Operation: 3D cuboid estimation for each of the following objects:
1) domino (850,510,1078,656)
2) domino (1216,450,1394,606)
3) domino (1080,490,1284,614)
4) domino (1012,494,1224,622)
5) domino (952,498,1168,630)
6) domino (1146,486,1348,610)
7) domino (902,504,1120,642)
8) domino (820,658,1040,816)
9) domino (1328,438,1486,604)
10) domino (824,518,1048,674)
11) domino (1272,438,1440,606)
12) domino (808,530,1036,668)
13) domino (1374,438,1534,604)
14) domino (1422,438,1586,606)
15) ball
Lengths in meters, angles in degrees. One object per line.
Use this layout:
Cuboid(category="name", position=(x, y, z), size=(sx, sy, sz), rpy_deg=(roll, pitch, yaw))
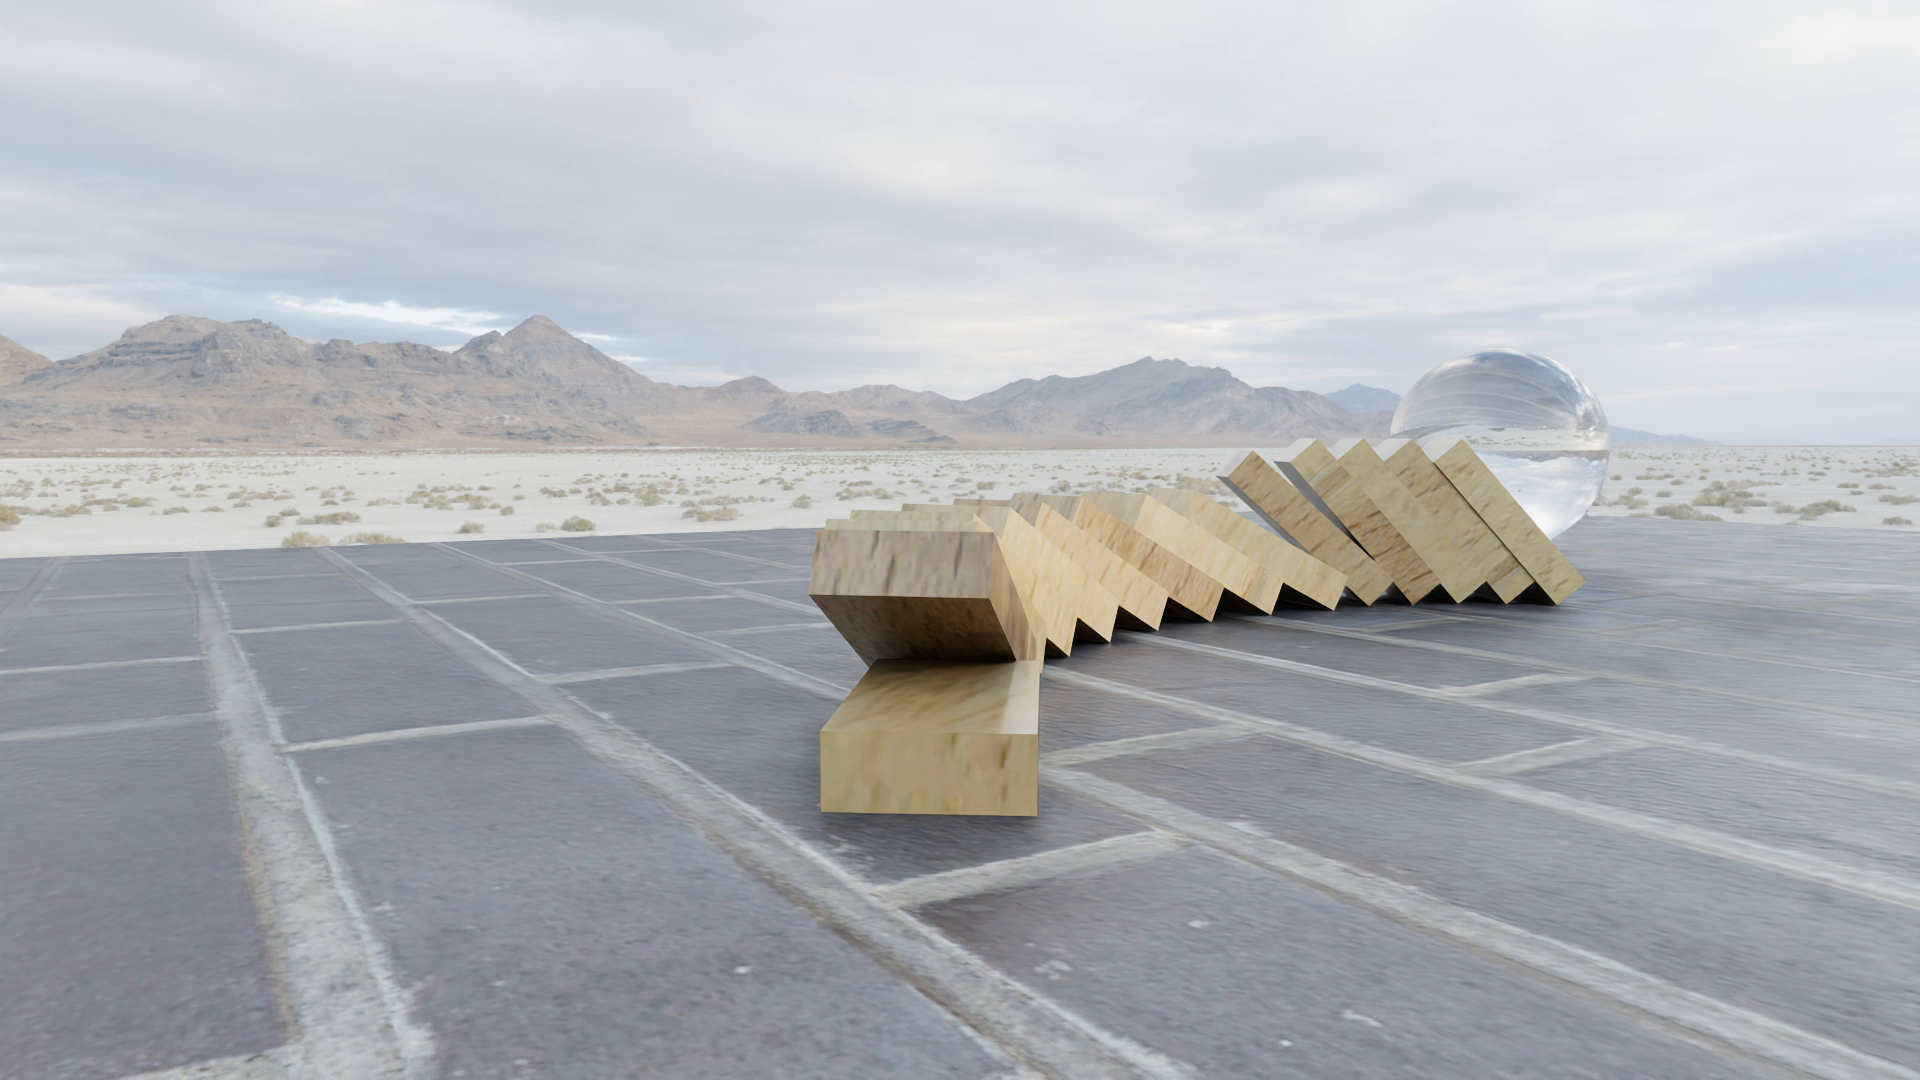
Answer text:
Cuboid(category="domino", position=(0.001, 0.009, 0.244), size=(0.025, 0.010, 0.050), rpy_deg=(2, -21, 29))
Cuboid(category="domino", position=(0.092, -0.004, 0.347), size=(0.050, 0.010, 0.025), rpy_deg=(42, 5, 0))
Cuboid(category="domino", position=(0.054, 0.003, 0.318), size=(0.050, 0.010, 0.025), rpy_deg=(29, -11, -31))
Cuboid(category="domino", position=(0.036, 0.004, 0.304), size=(0.050, 0.010, 0.025), rpy_deg=(29, -13, -33))
Cuboid(category="domino", position=(0.022, 0.006, 0.285), size=(0.025, 0.009, 0.050), rpy_deg=(4, -20, 44))
Cuboid(category="domino", position=(0.073, 0.002, 0.332), size=(0.050, 0.009, 0.025), rpy_deg=(27, -5, -18))
Cuboid(category="domino", position=(0.010, 0.007, 0.265), size=(0.025, 0.010, 0.050), rpy_deg=(3, -21, 34))
Cuboid(category="domino", position=(-0.002, 0.025, 0.172), size=(0.025, 0.009, 0.050), rpy_deg=(0, 4, 4))
Cuboid(category="domino", position=(0.120, -0.006, 0.353), size=(0.009, 0.050, 0.025), rpy_deg=(-41, 1, 5))
Cuboid(category="domino", position=(-0.003, 0.011, 0.220), size=(0.025, 0.009, 0.050), rpy_deg=(1, -22, 18))
Cuboid(category="domino", position=(0.108, -0.006, 0.350), size=(0.009, 0.050, 0.025), rpy_deg=(-41, 1, 5))
Cuboid(category="domino", position=(-0.004, 0.013, 0.197), size=(0.025, 0.009, 0.050), rpy_deg=(1, -22, 11))
Cuboid(category="domino", position=(0.133, -0.006, 0.352), size=(0.010, 0.050, 0.025), rpy_deg=(-41, 1, 5))
Cuboid(category="domino", position=(0.145, -0.006, 0.350), size=(0.010, 0.050, 0.025), rpy_deg=(-41, 1, 5))
Cuboid(category="ball", position=(0.207, -0.035, 0.497), size=(0.080, 0.080, 0.080), rpy_deg=(0, 4, 0))
